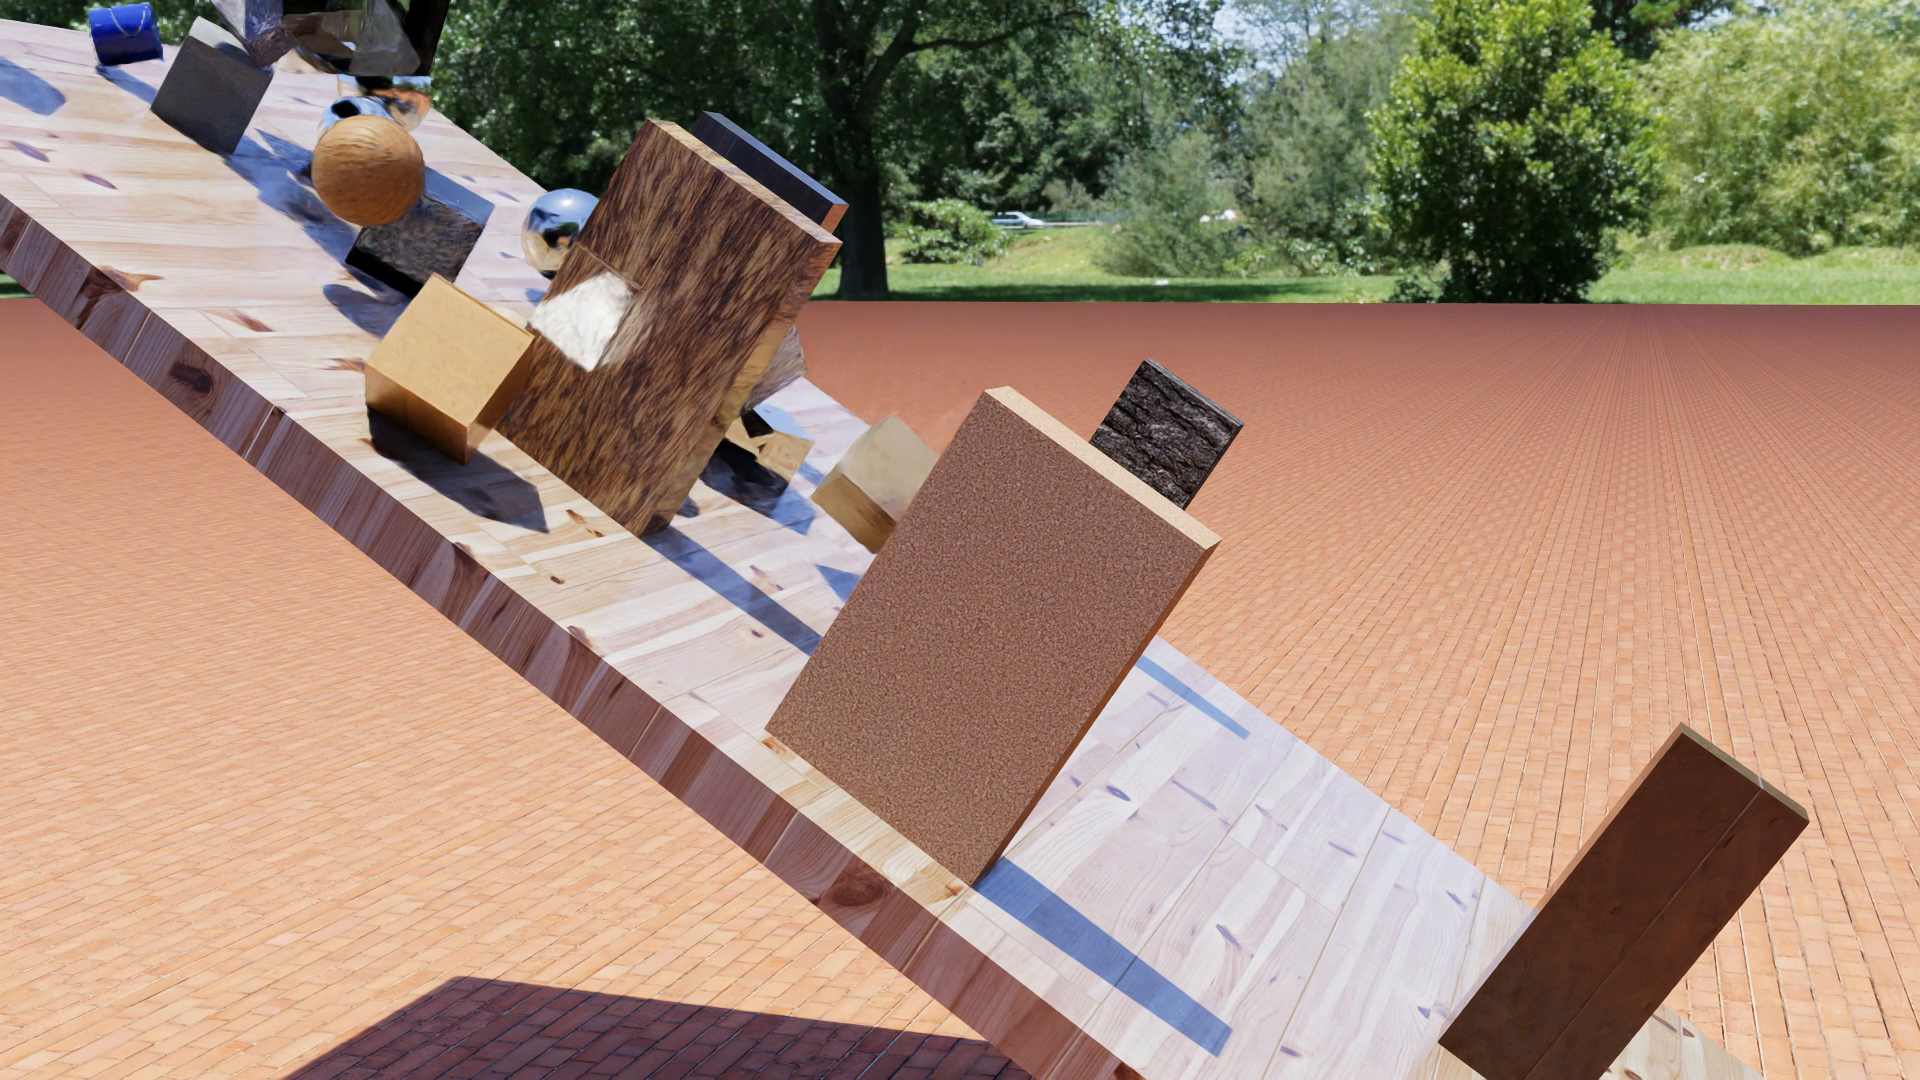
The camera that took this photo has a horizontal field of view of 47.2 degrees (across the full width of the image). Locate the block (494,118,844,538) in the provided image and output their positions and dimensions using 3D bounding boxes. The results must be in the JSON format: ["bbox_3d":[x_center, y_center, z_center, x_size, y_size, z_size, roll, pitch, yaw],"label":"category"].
[{"bbox_3d":[-0.505,-0.349,3.656,0.360,0.586,0.106,36,15,10],"label":"block"}]

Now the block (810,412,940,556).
[{"bbox_3d":[-0.141,-0.101,4.010,0.159,0.159,0.159,-53,12,-28],"label":"block"}]

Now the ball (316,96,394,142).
[{"bbox_3d":[-1.222,-0.819,4.460,0.161,0.161,0.161,0,7,0],"label":"ball"}]

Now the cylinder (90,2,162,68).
[{"bbox_3d":[-1.582,-0.959,4.175,0.108,0.108,0.108,-10,9,-11],"label":"cylinder"}]

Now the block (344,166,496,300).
[{"bbox_3d":[-1.003,-0.573,4.098,0.186,0.186,0.186,29,16,-15],"label":"block"}]

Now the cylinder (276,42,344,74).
[{"bbox_3d":[-1.273,-1.025,4.340,0.207,0.207,0.207,-5,13,-37],"label":"cylinder"}]

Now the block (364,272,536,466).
[{"bbox_3d":[-0.797,-0.264,3.434,0.182,0.182,0.182,33,-22,-3],"label":"block"}]

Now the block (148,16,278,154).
[{"bbox_3d":[-1.421,-0.869,4.195,0.166,0.166,0.166,27,17,-23],"label":"block"}]

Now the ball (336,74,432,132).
[{"bbox_3d":[-1.201,-0.939,4.591,0.194,0.194,0.194,0,7,0],"label":"ball"}]

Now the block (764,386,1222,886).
[{"bbox_3d":[0.043,0.140,3.219,0.386,0.612,0.129,36,15,10],"label":"block"}]

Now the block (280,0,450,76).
[{"bbox_3d":[-1.065,-0.968,3.960,0.191,0.191,0.191,36,28,23],"label":"block"}]

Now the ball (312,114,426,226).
[{"bbox_3d":[-1.023,-0.639,3.805,0.192,0.192,0.192,0,7,0],"label":"ball"}]

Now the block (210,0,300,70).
[{"bbox_3d":[-1.304,-0.986,4.109,0.125,0.125,0.125,-41,-5,-11],"label":"block"}]

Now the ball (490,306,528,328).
[{"bbox_3d":[-0.802,-0.333,3.800,0.143,0.143,0.143,0,7,0],"label":"ball"}]

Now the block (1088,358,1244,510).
[{"bbox_3d":[0.344,-0.089,4.661,0.241,0.547,0.084,36,15,10],"label":"block"}]

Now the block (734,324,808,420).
[{"bbox_3d":[-0.445,-0.387,4.195,0.207,0.207,0.207,-34,-22,-10],"label":"block"}]

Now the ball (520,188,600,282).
[{"bbox_3d":[-0.796,-0.618,4.480,0.197,0.197,0.197,0,7,0],"label":"ball"}]

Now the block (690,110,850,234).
[{"bbox_3d":[-0.503,-0.567,4.494,0.336,0.502,0.092,36,15,10],"label":"block"}]

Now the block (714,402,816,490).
[{"bbox_3d":[-0.385,-0.187,4.298,0.119,0.119,0.119,14,25,-51],"label":"block"}]

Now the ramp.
[{"bbox_3d":[-0.114,0.195,4.093,4.000,0.100,2.000,36,15,10],"label":"ramp"}]

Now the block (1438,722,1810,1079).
[{"bbox_3d":[1.103,0.650,3.685,0.242,0.676,0.092,36,15,10],"label":"block"}]
